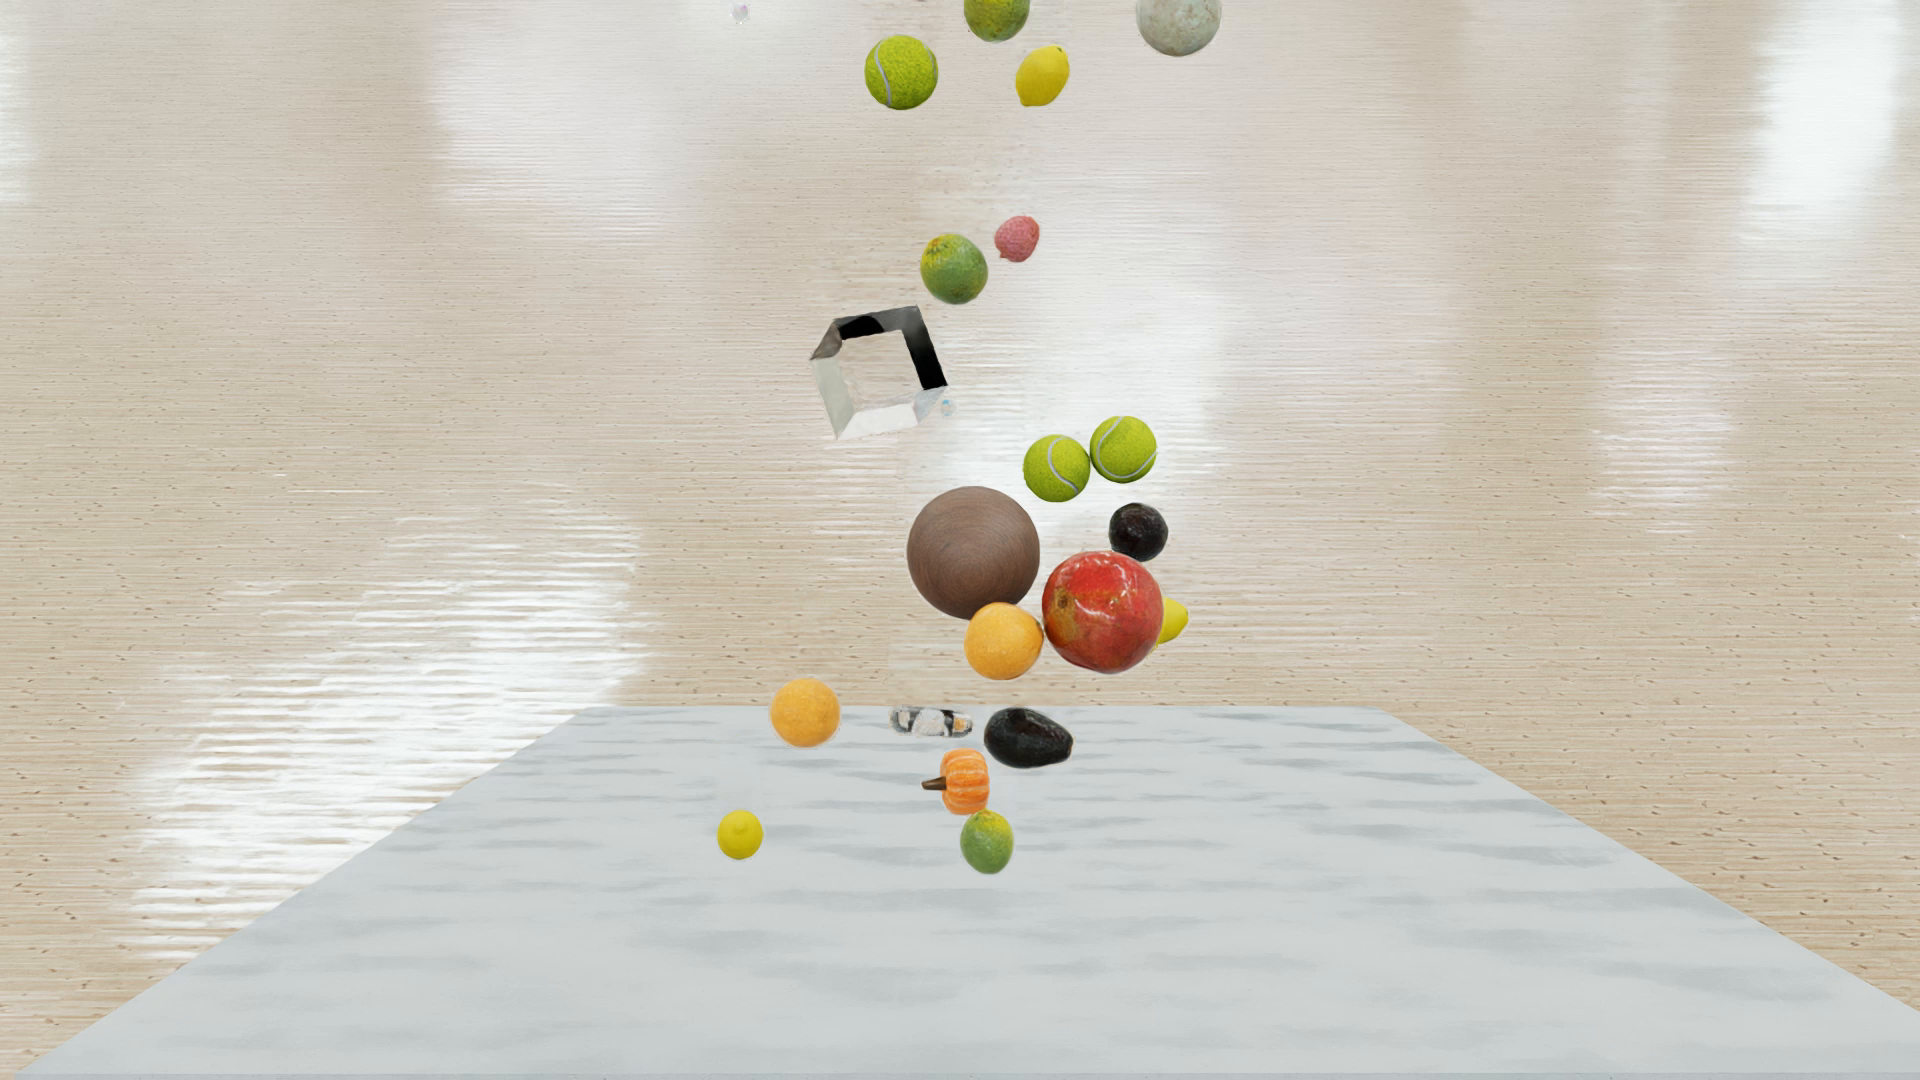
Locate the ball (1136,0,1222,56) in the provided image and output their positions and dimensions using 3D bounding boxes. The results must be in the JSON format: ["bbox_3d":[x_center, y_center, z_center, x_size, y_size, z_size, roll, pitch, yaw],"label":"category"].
[{"bbox_3d":[0.205,-0.495,2.422,0.081,0.081,0.081,0,26,0],"label":"ball"}]

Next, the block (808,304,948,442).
[{"bbox_3d":[-0.085,-0.172,2.665,0.095,0.095,0.095,-12,71,-25],"label":"block"}]

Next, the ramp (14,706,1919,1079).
[{"bbox_3d":[0.058,0.526,4.564,2.000,0.100,4.000,0,2,0],"label":"ramp"}]

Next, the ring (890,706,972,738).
[{"bbox_3d":[-0.027,0.169,2.393,0.078,0.026,0.078,5,-4,0],"label":"ring"}]
